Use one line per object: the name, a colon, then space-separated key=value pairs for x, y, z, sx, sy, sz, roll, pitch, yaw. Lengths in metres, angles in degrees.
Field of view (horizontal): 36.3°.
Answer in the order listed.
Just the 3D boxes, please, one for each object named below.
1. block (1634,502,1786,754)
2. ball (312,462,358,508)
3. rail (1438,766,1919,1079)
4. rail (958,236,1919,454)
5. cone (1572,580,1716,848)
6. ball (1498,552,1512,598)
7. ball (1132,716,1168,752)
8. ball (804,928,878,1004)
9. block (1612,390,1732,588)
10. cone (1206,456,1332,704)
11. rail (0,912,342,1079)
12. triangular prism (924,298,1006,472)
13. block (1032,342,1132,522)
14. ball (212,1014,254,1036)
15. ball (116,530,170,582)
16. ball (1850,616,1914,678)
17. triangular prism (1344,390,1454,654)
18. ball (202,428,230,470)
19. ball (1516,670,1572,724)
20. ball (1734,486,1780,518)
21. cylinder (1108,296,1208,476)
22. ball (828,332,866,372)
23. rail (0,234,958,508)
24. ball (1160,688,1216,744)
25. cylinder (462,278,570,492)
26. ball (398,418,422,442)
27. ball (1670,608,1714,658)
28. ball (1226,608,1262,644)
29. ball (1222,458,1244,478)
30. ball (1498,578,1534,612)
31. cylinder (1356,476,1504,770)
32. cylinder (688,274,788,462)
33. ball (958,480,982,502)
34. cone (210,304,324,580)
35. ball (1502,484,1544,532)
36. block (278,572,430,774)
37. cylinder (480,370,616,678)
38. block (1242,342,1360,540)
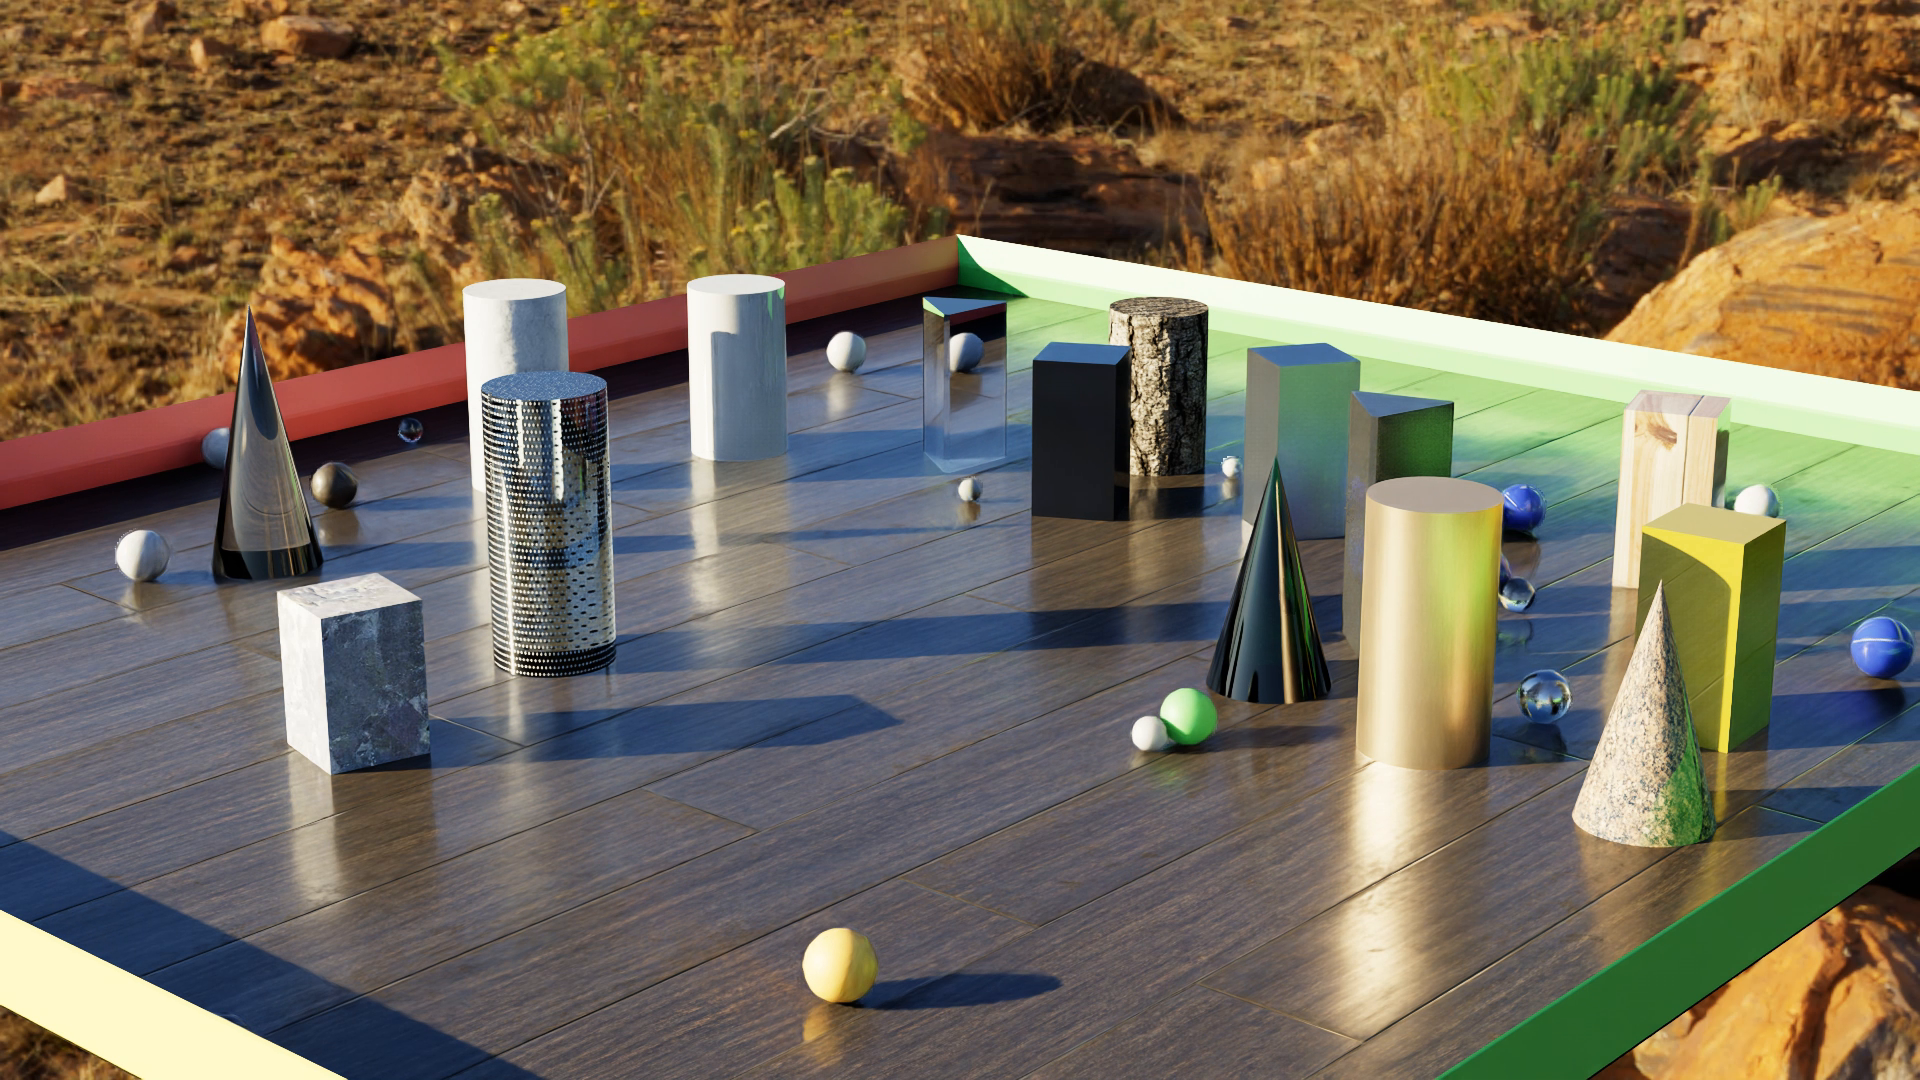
block: x=1.135 y=0.131 z=4.455 sx=0.160 sy=0.327 sz=0.160 roll=12 pitch=21 yaw=35
ball: x=-1.206 y=-0.106 z=5.654 sx=0.089 sy=0.089 sz=0.089 roll=0 pitch=17 yaw=0
rail: x=1.303 y=0.359 z=4.037 sx=0.045 sy=0.130 sz=4.007 roll=14 pitch=22 yaw=39
rail: x=1.298 y=-0.398 z=6.551 sx=3.498 sy=0.130 sz=0.045 roll=14 pitch=22 yaw=39
cone: x=0.967 y=0.224 z=4.092 sx=0.200 sy=0.357 sz=0.200 roll=0 pitch=17 yaw=0
ball: x=0.907 y=0.059 z=5.090 sx=0.098 sy=0.098 sz=0.098 roll=0 pitch=17 yaw=0
ball: x=0.285 y=0.291 z=4.398 sx=0.054 sy=0.054 sz=0.054 roll=0 pitch=17 yaw=0
ball: x=-0.145 y=0.519 z=3.574 sx=0.091 sy=0.091 sz=0.091 roll=0 pitch=17 yaw=0
block: x=1.259 y=-0.085 z=5.183 sx=0.160 sy=0.321 sz=0.160 roll=7 pitch=18 yaw=22
cone: x=0.494 y=0.047 z=4.642 sx=0.200 sy=0.379 sz=0.200 roll=0 pitch=17 yaw=0
rail: x=-1.298 y=0.464 z=3.688 sx=3.498 sy=0.130 sz=0.045 roll=14 pitch=22 yaw=39
triangular prism: x=-0.019 y=-0.324 z=5.968 sx=0.150 sy=0.325 sz=0.173 roll=16 pitch=23 yaw=42
block: x=0.234 y=-0.209 z=5.621 sx=0.160 sy=0.306 sz=0.160 roll=4 pitch=17 yaw=14
ball: x=-0.852 y=0.584 z=3.389 sx=0.074 sy=0.074 sz=0.074 roll=0 pitch=17 yaw=0
ball: x=-1.450 y=0.028 z=5.206 sx=0.091 sy=0.091 sz=0.091 roll=0 pitch=17 yaw=0
ball: x=1.483 y=0.172 z=4.714 sx=0.098 sy=0.098 sz=0.098 roll=0 pitch=17 yaw=0
triangular prism: x=0.690 y=-0.029 z=4.834 sx=0.173 sy=0.415 sz=0.150 roll=-11 pitch=20 yaw=-32
ball: x=-1.487 y=-0.184 z=5.917 sx=0.086 sy=0.086 sz=0.086 roll=0 pitch=17 yaw=0
ball: x=0.899 y=0.241 z=4.510 sx=0.084 sy=0.084 sz=0.084 roll=0 pitch=17 yaw=0
ball: x=1.501 y=-0.061 z=5.516 sx=0.084 sy=0.084 sz=0.084 roll=0 pitch=17 yaw=0
cylinder: x=0.399 y=-0.312 z=5.930 sx=0.200 sy=0.325 sz=0.200 roll=0 pitch=17 yaw=0
ball: x=-0.259 y=-0.431 z=6.730 sx=0.091 sy=0.091 sz=0.091 roll=0 pitch=17 yaw=0
rail: x=-1.303 y=-0.294 z=6.203 sx=0.045 sy=0.130 sz=4.007 roll=14 pitch=22 yaw=39
ball: x=0.344 y=0.266 z=4.425 sx=0.086 sy=0.086 sz=0.086 roll=0 pitch=17 yaw=0
cylinder: x=-0.870 y=-0.303 z=5.782 sx=0.200 sy=0.392 sz=0.200 roll=0 pitch=17 yaw=0
ball: x=-1.149 y=-0.230 z=6.133 sx=0.049 sy=0.049 sz=0.049 roll=0 pitch=17 yaw=0
ball: x=1.193 y=0.154 z=4.803 sx=0.082 sy=0.082 sz=0.082 roll=0 pitch=17 yaw=0
ball: x=0.472 y=0.143 z=4.877 sx=0.061 sy=0.061 sz=0.061 roll=0 pitch=17 yaw=0
ball: x=0.546 y=-0.144 z=5.863 sx=0.041 sy=0.041 sz=0.041 roll=0 pitch=17 yaw=0
ball: x=0.957 y=0.094 z=5.038 sx=0.061 sy=0.061 sz=0.061 roll=0 pitch=17 yaw=0
cylinder: x=0.698 y=0.122 z=4.366 sx=0.200 sy=0.395 sz=0.200 roll=0 pitch=17 yaw=0
cylinder: x=-0.457 y=-0.355 z=6.033 sx=0.200 sy=0.348 sz=0.200 roll=0 pitch=17 yaw=0
ball: x=0.019 y=-0.096 z=5.700 sx=0.044 sy=0.044 sz=0.044 roll=0 pitch=17 yaw=0
cone: x=-1.256 y=-0.189 z=5.247 sx=0.200 sy=0.482 sz=0.200 roll=0 pitch=17 yaw=0
ball: x=1.051 y=-0.060 z=5.502 sx=0.089 sy=0.089 sz=0.089 roll=0 pitch=17 yaw=0
block: x=-0.905 y=0.198 z=4.381 sx=0.160 sy=0.242 sz=0.160 roll=-11 pitch=20 yaw=-33
cylinder: x=-0.664 y=-0.027 z=4.748 sx=0.200 sy=0.460 sz=0.200 roll=0 pitch=17 yaw=0
block: x=0.637 y=-0.184 z=5.488 sx=0.160 sy=0.334 sz=0.160 roll=-5 pitch=17 yaw=-16
